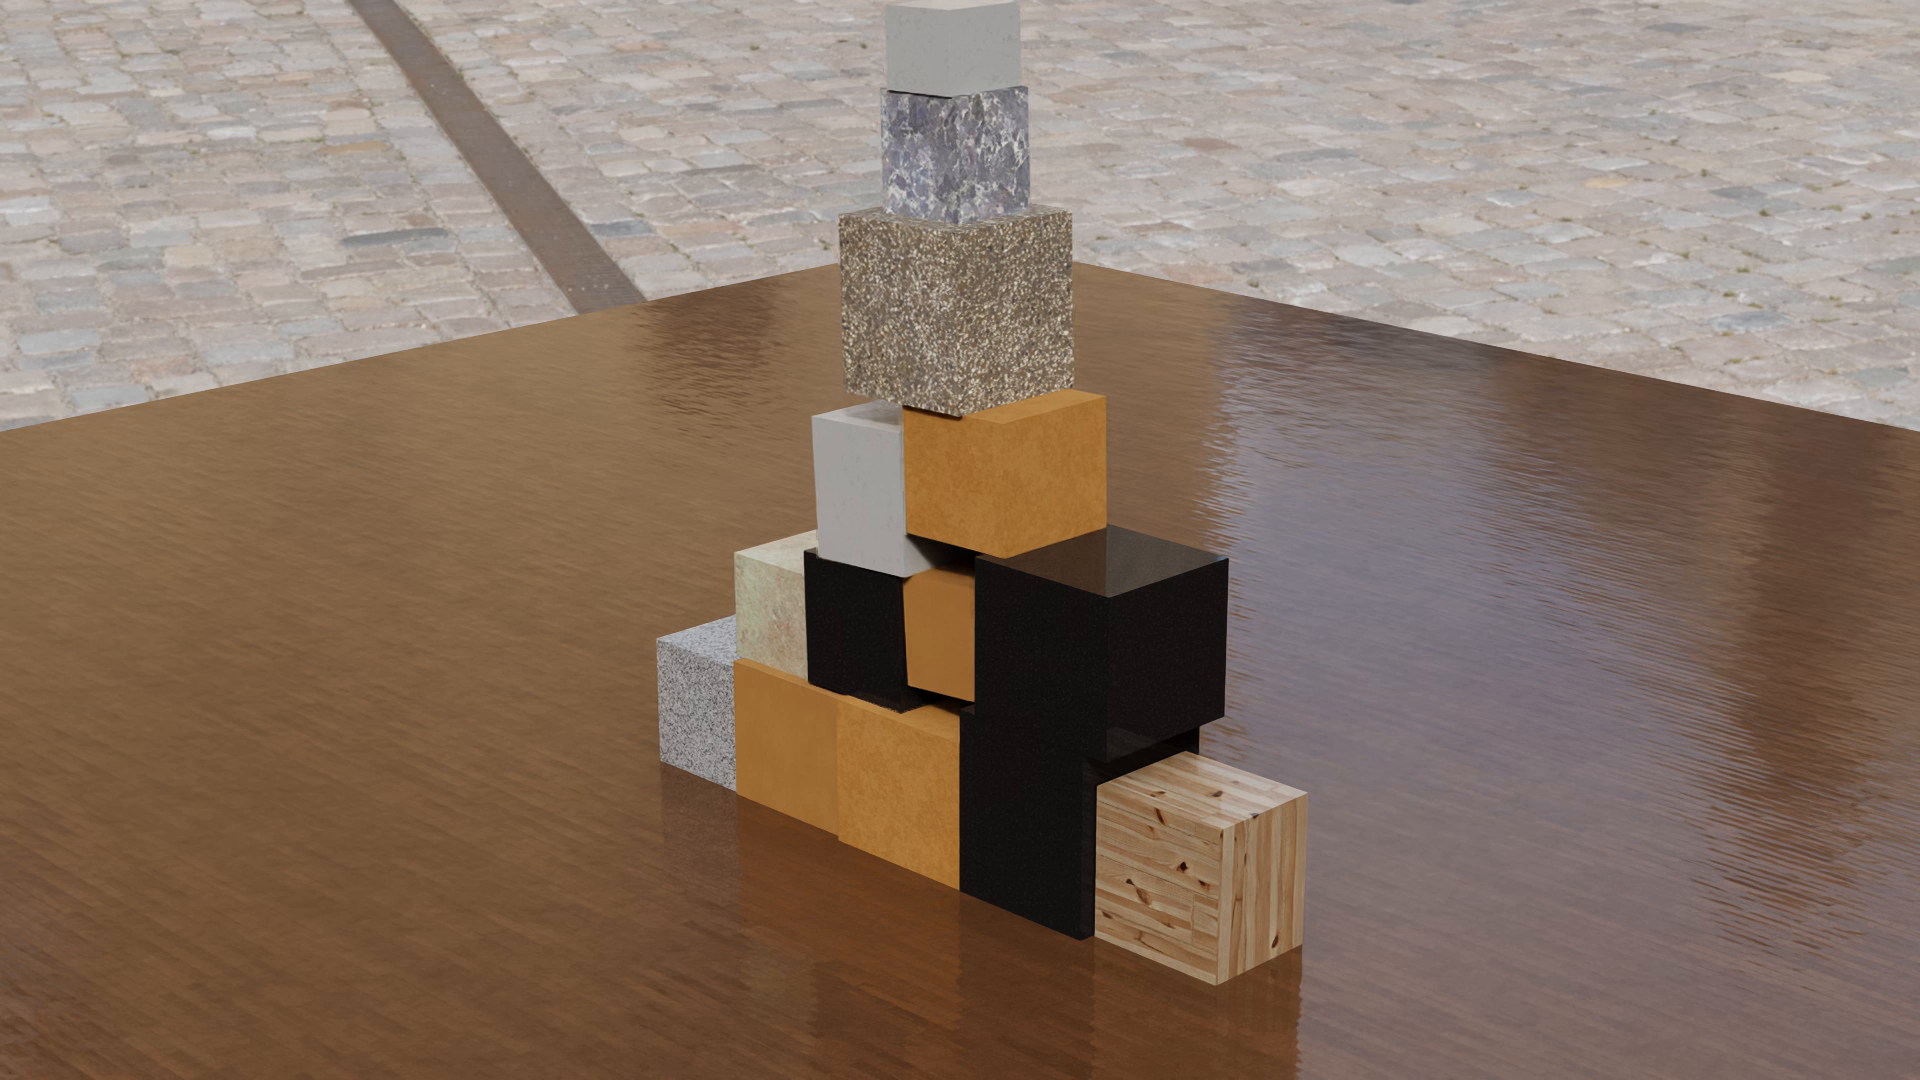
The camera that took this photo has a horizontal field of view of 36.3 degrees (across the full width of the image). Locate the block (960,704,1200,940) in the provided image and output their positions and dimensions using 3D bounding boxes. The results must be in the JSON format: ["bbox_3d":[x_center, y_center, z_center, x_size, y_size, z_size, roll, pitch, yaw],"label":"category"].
[{"bbox_3d":[0.533,1.168,13.159,0.768,0.880,0.745,-17,24,-42],"label":"block"}]

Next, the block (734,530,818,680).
[{"bbox_3d":[-0.700,0.307,14.187,0.550,0.521,0.540,-17,24,-42],"label":"block"}]

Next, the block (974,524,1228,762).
[{"bbox_3d":[0.615,0.426,12.824,0.773,0.736,0.786,-17,24,-42],"label":"block"}]

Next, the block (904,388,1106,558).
[{"bbox_3d":[0.202,-0.334,13.033,0.656,0.600,0.611,-17,22,-42],"label":"block"}]

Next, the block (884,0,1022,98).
[{"bbox_3d":[-0.029,-2.141,12.699,0.391,0.367,0.435,15,23,43],"label":"block"}]

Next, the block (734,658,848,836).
[{"bbox_3d":[-0.597,0.927,14.239,0.646,0.692,0.764,-17,24,-42],"label":"block"}]

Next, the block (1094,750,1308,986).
[{"bbox_3d":[1.039,1.407,12.686,0.582,0.708,0.691,-17,24,-42],"label":"block"}]

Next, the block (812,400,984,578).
[{"bbox_3d":[-0.237,-0.265,13.503,0.568,0.669,0.642,12,21,44],"label":"block"}]

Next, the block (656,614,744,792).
[{"bbox_3d":[-1.076,0.797,14.721,0.640,0.652,0.598,-17,24,-42],"label":"block"}]

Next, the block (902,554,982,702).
[{"bbox_3d":[0.137,0.388,13.328,0.551,0.533,0.547,-17,20,-43],"label":"block"}]

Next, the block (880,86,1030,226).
[{"bbox_3d":[-0.020,-1.708,12.845,0.481,0.547,0.434,15,23,43],"label":"block"}]

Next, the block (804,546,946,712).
[{"bbox_3d":[-0.295,0.357,13.754,0.631,0.647,0.583,15,23,43],"label":"block"}]

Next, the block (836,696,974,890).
[{"bbox_3d":[-0.025,1.084,13.711,0.749,0.711,0.804,-17,24,-42],"label":"block"}]

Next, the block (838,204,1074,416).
[{"bbox_3d":[-0.013,-1.061,13.037,0.731,0.801,0.727,-17,22,-42],"label":"block"}]
